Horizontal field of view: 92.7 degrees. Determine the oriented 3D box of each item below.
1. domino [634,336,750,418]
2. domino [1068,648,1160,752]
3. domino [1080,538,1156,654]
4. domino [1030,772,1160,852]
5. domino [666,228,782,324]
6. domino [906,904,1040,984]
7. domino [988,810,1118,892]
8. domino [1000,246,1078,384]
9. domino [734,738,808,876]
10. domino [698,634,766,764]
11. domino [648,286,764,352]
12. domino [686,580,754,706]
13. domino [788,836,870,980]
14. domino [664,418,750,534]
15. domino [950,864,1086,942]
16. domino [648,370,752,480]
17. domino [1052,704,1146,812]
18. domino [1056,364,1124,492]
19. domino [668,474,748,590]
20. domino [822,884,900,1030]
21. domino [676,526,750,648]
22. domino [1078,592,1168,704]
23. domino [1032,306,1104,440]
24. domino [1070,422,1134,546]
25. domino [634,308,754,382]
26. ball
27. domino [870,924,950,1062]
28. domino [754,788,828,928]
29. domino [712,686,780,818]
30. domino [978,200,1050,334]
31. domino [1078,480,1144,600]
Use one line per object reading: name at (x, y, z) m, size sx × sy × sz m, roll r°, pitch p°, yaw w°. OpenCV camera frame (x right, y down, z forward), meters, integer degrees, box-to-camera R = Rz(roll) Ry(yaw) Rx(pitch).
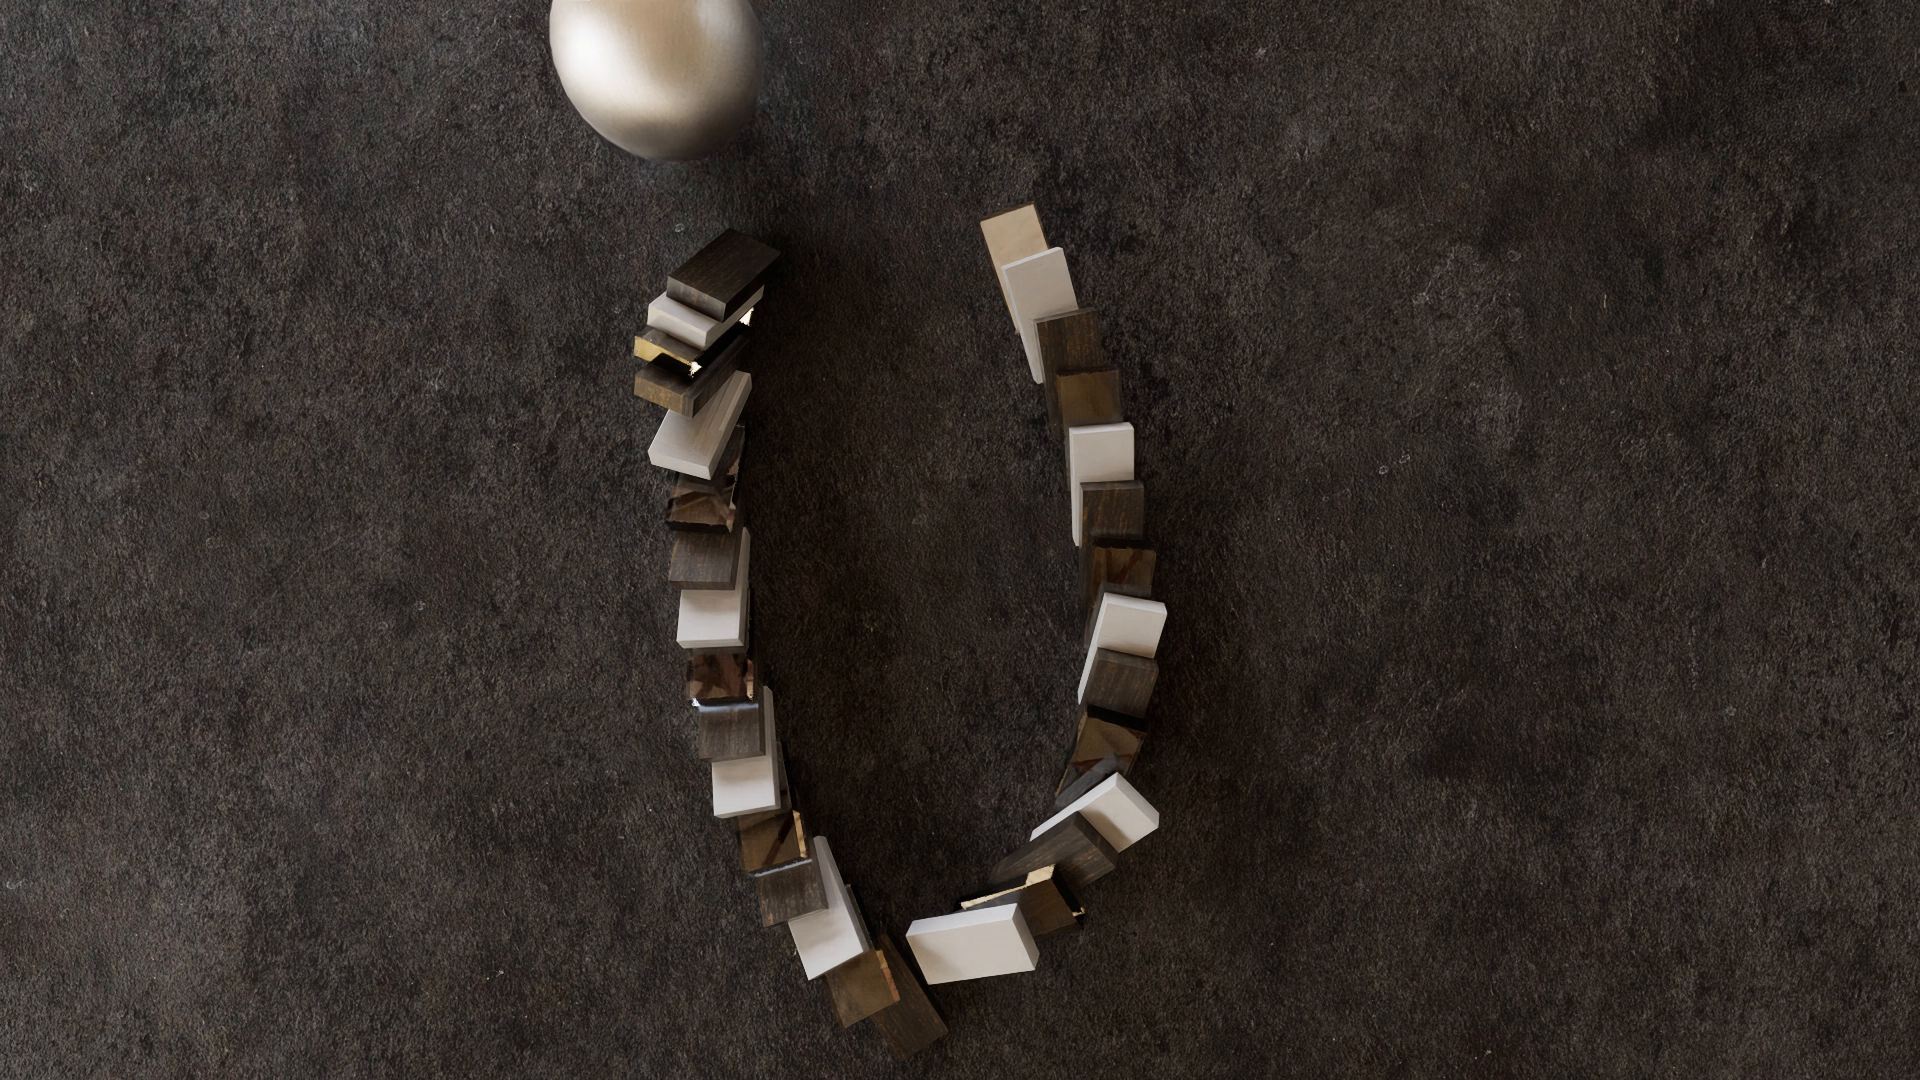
domino at (-0.110, -0.072, 0.379) m, size 0.025 × 0.050 × 0.009 m, roll 23°, pitch 134°, yaw 0°
domino at (0.064, 0.071, 0.385) m, size 0.025 × 0.010 × 0.050 m, roll 12°, pitch 115°, yaw -1°
domino at (0.066, 0.024, 0.385) m, size 0.025 × 0.010 × 0.050 m, roll 3°, pitch 115°, yaw 0°
domino at (0.056, 0.121, 0.384) m, size 0.025 × 0.010 × 0.050 m, roll 45°, pitch 115°, yaw -4°
domino at (-0.097, -0.110, 0.379) m, size 0.025 × 0.050 × 0.010 m, roll 26°, pitch 134°, yaw 0°
domino at (0.005, 0.170, 0.384) m, size 0.050 × 0.010 × 0.025 m, roll -19°, pitch 100°, yaw 22°
domino at (0.039, 0.137, 0.384) m, size 0.025 × 0.010 × 0.050 m, roll 46°, pitch 115°, yaw -4°
domino at (0.037, -0.094, 0.385) m, size 0.025 × 0.009 × 0.050 m, roll -19°, pitch 113°, yaw 0°
domino at (-0.082, 0.112, 0.385) m, size 0.025 × 0.010 × 0.050 m, roll -16°, pitch 65°, yaw 0°
domino at (-0.096, 0.066, 0.385) m, size 0.025 × 0.009 × 0.050 m, roll -8°, pitch 65°, yaw 0°
domino at (-0.104, -0.099, 0.379) m, size 0.025 × 0.050 × 0.010 m, roll 26°, pitch 134°, yaw 0°
domino at (-0.100, 0.043, 0.385) m, size 0.025 × 0.009 × 0.050 m, roll -5°, pitch 65°, yaw 0°
domino at (-0.060, 0.154, 0.386) m, size 0.025 × 0.009 × 0.050 m, roll -28°, pitch 67°, yaw 0°
domino at (-0.106, -0.028, 0.385) m, size 0.025 × 0.010 × 0.050 m, roll 4°, pitch 66°, yaw 0°
domino at (0.024, 0.156, 0.385) m, size 0.050 × 0.010 × 0.025 m, roll -29°, pitch 97°, yaw 23°
domino at (-0.108, -0.051, 0.384) m, size 0.025 × 0.009 × 0.050 m, roll 15°, pitch 61°, yaw 0°
domino at (0.058, 0.095, 0.385) m, size 0.025 × 0.010 × 0.050 m, roll 15°, pitch 114°, yaw 0°
domino at (0.055, -0.047, 0.385) m, size 0.025 × 0.010 × 0.050 m, roll -7°, pitch 114°, yaw 0°
domino at (-0.105, -0.004, 0.385) m, size 0.025 × 0.009 × 0.050 m, roll 1°, pitch 66°, yaw 0°
domino at (-0.047, 0.174, 0.386) m, size 0.025 × 0.009 × 0.050 m, roll -27°, pitch 67°, yaw 0°
domino at (-0.103, 0.020, 0.385) m, size 0.025 × 0.009 × 0.050 m, roll -2°, pitch 66°, yaw 0°
domino at (0.068, 0.048, 0.385) m, size 0.025 × 0.010 × 0.050 m, roll 10°, pitch 115°, yaw -1°
domino at (0.048, -0.070, 0.386) m, size 0.025 × 0.009 × 0.050 m, roll -12°, pitch 113°, yaw 0°
domino at (0.060, -0.023, 0.385) m, size 0.025 × 0.009 × 0.050 m, roll -5°, pitch 114°, yaw 0°
domino at (-0.109, -0.087, 0.379) m, size 0.025 × 0.050 × 0.010 m, roll 26°, pitch 134°, yaw 1°
ball at (-0.118, -0.192, 0.360) m, size 0.080 × 0.080 × 0.080 m, roll 0°, pitch 90°, yaw 0°
domino at (-0.029, 0.195, 0.395) m, size 0.025 × 0.010 × 0.050 m, roll -33°, pitch 90°, yaw 0°
domino at (-0.074, 0.133, 0.385) m, size 0.025 × 0.010 × 0.050 m, roll -18°, pitch 65°, yaw 0°
domino at (-0.091, 0.089, 0.385) m, size 0.025 × 0.009 × 0.050 m, roll -10°, pitch 65°, yaw 0°
domino at (0.028, -0.117, 0.395) m, size 0.025 × 0.010 × 0.050 m, roll -19°, pitch 90°, yaw 0°
domino at (0.063, 0.000, 0.385) m, size 0.025 × 0.009 × 0.050 m, roll -3°, pitch 114°, yaw 0°
